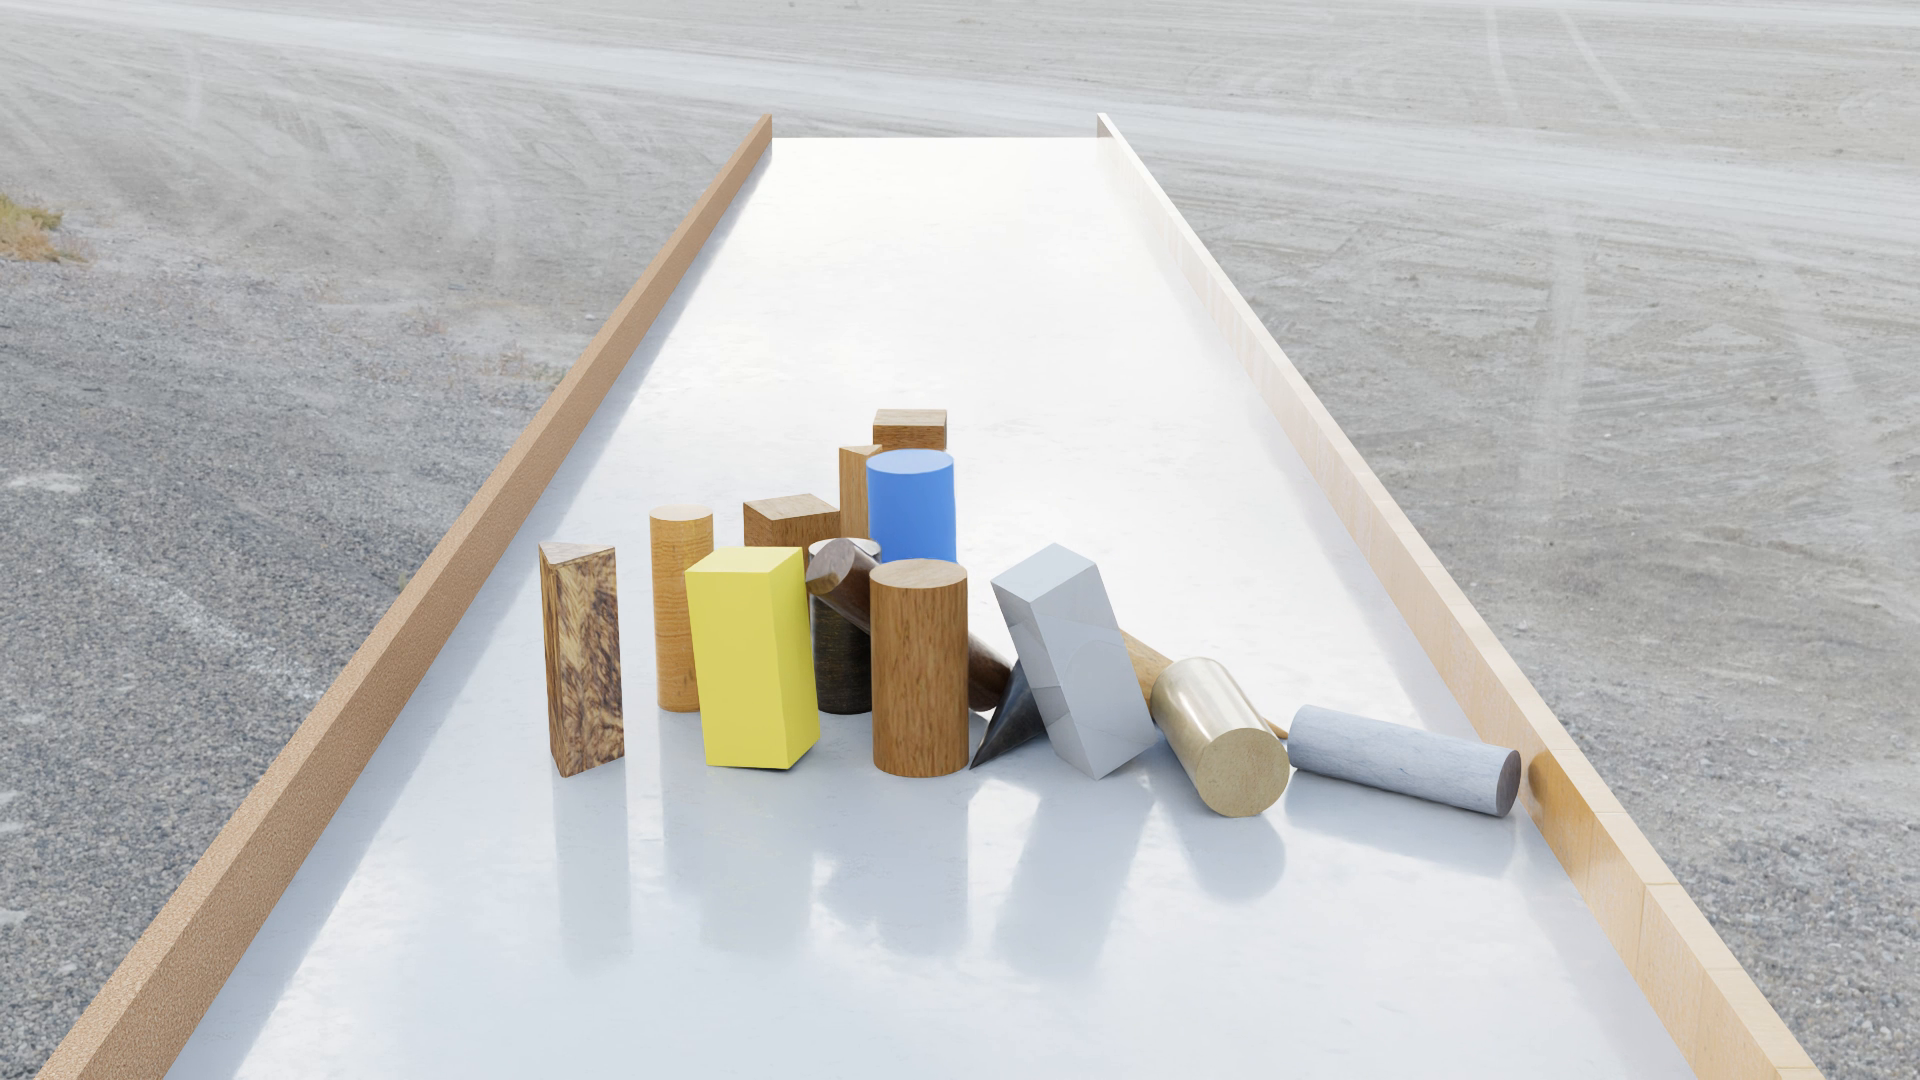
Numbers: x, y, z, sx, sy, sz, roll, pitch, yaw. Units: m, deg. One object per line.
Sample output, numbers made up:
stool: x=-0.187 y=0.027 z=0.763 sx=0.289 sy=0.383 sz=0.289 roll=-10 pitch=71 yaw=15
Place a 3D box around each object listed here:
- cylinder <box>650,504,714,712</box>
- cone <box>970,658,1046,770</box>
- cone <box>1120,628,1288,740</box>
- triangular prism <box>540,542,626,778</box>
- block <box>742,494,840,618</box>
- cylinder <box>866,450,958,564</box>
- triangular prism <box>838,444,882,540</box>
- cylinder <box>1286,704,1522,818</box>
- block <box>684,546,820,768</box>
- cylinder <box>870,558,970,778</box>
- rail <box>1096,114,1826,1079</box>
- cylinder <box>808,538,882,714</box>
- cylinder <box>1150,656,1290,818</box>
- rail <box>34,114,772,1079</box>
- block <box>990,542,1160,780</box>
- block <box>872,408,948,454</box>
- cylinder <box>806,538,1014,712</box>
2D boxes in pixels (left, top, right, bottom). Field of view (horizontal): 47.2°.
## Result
cylinder: x=-0.518 y=0.128 z=4.136 sx=0.118 sy=0.376 sz=0.118 roll=0 pitch=17 yaw=0
cone: x=0.097 y=0.329 z=3.978 sx=0.165 sy=0.165 sz=0.321 roll=10 pitch=34 yaw=31
cone: x=0.441 y=0.301 z=4.069 sx=0.417 sy=0.167 sz=0.167 roll=20 pitch=23 yaw=22
triangular prism: x=-0.690 y=0.201 z=3.865 sx=0.120 sy=0.390 sz=0.139 roll=14 pitch=22 yaw=39
block: x=-0.334 y=0.084 z=4.394 sx=0.146 sy=0.314 sz=0.146 roll=-8 pitch=19 yaw=-26
cylinder: x=-0.091 y=0.040 z=4.364 sx=0.172 sy=0.409 sz=0.172 roll=-2 pitch=18 yaw=1
triangular prism: x=-0.192 y=-0.012 z=4.614 sx=0.079 sy=0.373 sz=0.091 roll=-15 pitch=22 yaw=-40
cylinder: x=0.757 y=0.375 z=3.765 sx=0.380 sy=0.114 sz=0.114 roll=11 pitch=20 yaw=33
block: x=-0.364 y=0.206 z=3.889 sx=0.156 sy=0.357 sz=0.156 roll=1 pitch=16 yaw=18
cylinder: x=-0.070 y=0.224 z=3.863 sx=0.171 sy=0.347 sz=0.171 roll=0 pitch=17 yaw=0
rail: x=0.932 y=-0.844 z=7.801 sx=0.050 sy=0.150 sz=12.000 roll=0 pitch=17 yaw=-1
cylinder: x=-0.214 y=0.162 z=4.146 sx=0.137 sy=0.306 sz=0.137 roll=0 pitch=17 yaw=0
cylinder: x=0.446 y=0.336 z=3.815 sx=0.161 sy=0.161 sz=0.353 roll=-2 pitch=17 yaw=-7
rail: x=-1.118 y=-0.838 z=7.780 sx=0.050 sy=0.150 sz=12.000 roll=0 pitch=17 yaw=-1
block: x=0.200 y=0.211 z=3.818 sx=0.139 sy=0.374 sz=0.139 roll=-30 pitch=27 yaw=-18
block: x=-0.108 y=-0.081 z=4.820 sx=0.153 sy=0.387 sz=0.153 roll=1 pitch=17 yaw=2
cylinder: x=-0.086 y=0.160 z=4.017 sx=0.454 sy=0.117 sz=0.117 roll=38 pitch=-9 yaw=-36
